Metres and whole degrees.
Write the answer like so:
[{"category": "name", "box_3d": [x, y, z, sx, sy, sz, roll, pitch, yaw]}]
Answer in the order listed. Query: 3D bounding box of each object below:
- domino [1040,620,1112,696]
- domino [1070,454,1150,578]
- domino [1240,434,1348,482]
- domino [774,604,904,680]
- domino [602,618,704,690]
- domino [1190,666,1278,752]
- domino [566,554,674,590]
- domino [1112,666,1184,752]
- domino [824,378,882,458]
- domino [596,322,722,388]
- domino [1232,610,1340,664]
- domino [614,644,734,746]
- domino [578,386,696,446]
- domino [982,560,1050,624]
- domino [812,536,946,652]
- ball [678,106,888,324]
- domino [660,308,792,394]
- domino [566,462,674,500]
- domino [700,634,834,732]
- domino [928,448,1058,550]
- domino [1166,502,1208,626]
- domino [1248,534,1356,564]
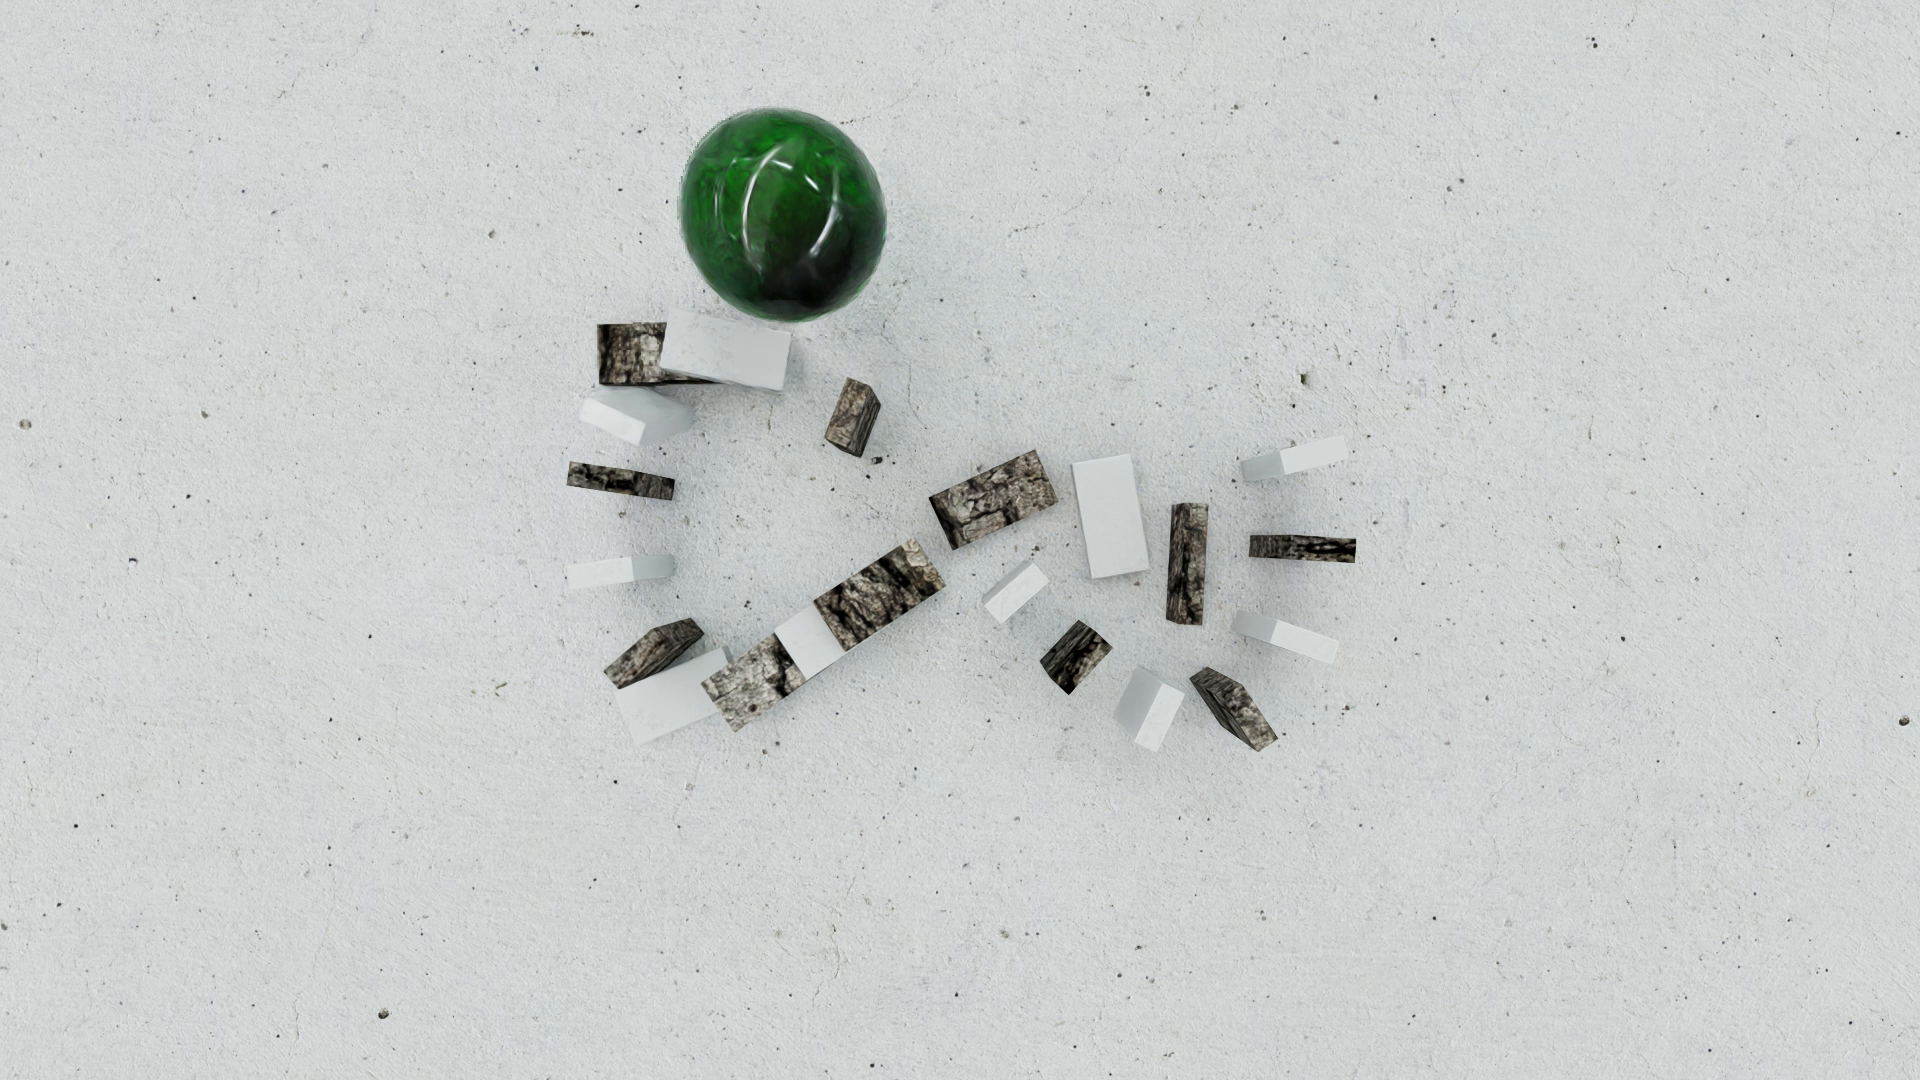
[{"category": "domino", "box_3d": [0.047, 0.047, 0.375, 0.010, 0.050, 0.025, 43, 90, 0]}, {"category": "domino", "box_3d": [0.064, -0.010, 0.395, 0.025, 0.010, 0.050, -10, 90, 0]}, {"category": "domino", "box_3d": [0.135, -0.033, 0.375, 0.025, 0.050, 0.009, -14, 90, 0]}, {"category": "domino", "box_3d": [-0.051, 0.035, 0.389, 0.050, 0.009, 0.025, -34, 90, -15]}, {"category": "domino", "box_3d": [-0.124, 0.046, 0.375, 0.025, 0.050, 0.009, -41, 90, 0]}, {"category": "domino", "box_3d": [0.111, 0.068, 0.375, 0.009, 0.050, 0.025, -34, 90, 0]}, {"category": "domino", "box_3d": [-0.137, 0.013, 0.375, 0.025, 0.050, 0.009, -8, 90, 0]}, {"category": "domino", "box_3d": [0.076, 0.068, 0.375, 0.010, 0.050, 0.025, 26, 90, 0]}, {"category": "domino", "box_3d": [-0.043, -0.049, 0.375, 0.009, 0.050, 0.025, 21, 90, 0]}, {"category": "domino", "box_3d": [-0.129, -0.080, 0.394, 0.050, 0.010, 0.025, -2, 90, -3]}, {"category": "domino", "box_3d": [0.132, 0.039, 0.375, 0.025, 0.050, 0.010, 19, 90, 0]}, {"category": "domino", "box_3d": [-0.120, 0.067, 0.395, 0.050, 0.009, 0.025, -23, 90, 0]}, {"category": "domino", "box_3d": [-0.130, -0.052, 0.375, 0.025, 0.050, 0.010, 25, 106, 0]}, {"category": "domino", "box_3d": [0.022, 0.020, 0.375, 0.025, 0.050, 0.009, -41, 90, 0]}, {"category": "domino", "box_3d": [-0.034, 0.023, 0.385, 0.050, 0.009, 0.025, -33, 90, -15]}, {"category": "ball", "box_3d": [-0.069, -0.126, 0.360, 0.080, 0.080, 0.080, 0, 90, 0]}, {"category": "domino", "box_3d": [-0.099, -0.079, 0.387, 0.050, 0.009, 0.025, 9, 87, -14]}, {"category": "domino", "box_3d": [-0.137, -0.024, 0.375, 0.025, 0.050, 0.009, 8, 90, 0]}, {"category": "domino", "box_3d": [-0.081, 0.056, 0.389, 0.050, 0.009, 0.025, -35, 90, -15]}, {"category": "domino", "box_3d": [0.014, -0.017, 0.395, 0.050, 0.010, 0.025, -24, 90, 0]}, {"category": "domino", "box_3d": [0.096, 0.010, 0.388, 0.009, 0.025, 0.050, 3, 90, 0]}, {"category": "domino", "box_3d": [0.139, 0.003, 0.375, 0.025, 0.050, 0.009, 4, 90, 0]}]
